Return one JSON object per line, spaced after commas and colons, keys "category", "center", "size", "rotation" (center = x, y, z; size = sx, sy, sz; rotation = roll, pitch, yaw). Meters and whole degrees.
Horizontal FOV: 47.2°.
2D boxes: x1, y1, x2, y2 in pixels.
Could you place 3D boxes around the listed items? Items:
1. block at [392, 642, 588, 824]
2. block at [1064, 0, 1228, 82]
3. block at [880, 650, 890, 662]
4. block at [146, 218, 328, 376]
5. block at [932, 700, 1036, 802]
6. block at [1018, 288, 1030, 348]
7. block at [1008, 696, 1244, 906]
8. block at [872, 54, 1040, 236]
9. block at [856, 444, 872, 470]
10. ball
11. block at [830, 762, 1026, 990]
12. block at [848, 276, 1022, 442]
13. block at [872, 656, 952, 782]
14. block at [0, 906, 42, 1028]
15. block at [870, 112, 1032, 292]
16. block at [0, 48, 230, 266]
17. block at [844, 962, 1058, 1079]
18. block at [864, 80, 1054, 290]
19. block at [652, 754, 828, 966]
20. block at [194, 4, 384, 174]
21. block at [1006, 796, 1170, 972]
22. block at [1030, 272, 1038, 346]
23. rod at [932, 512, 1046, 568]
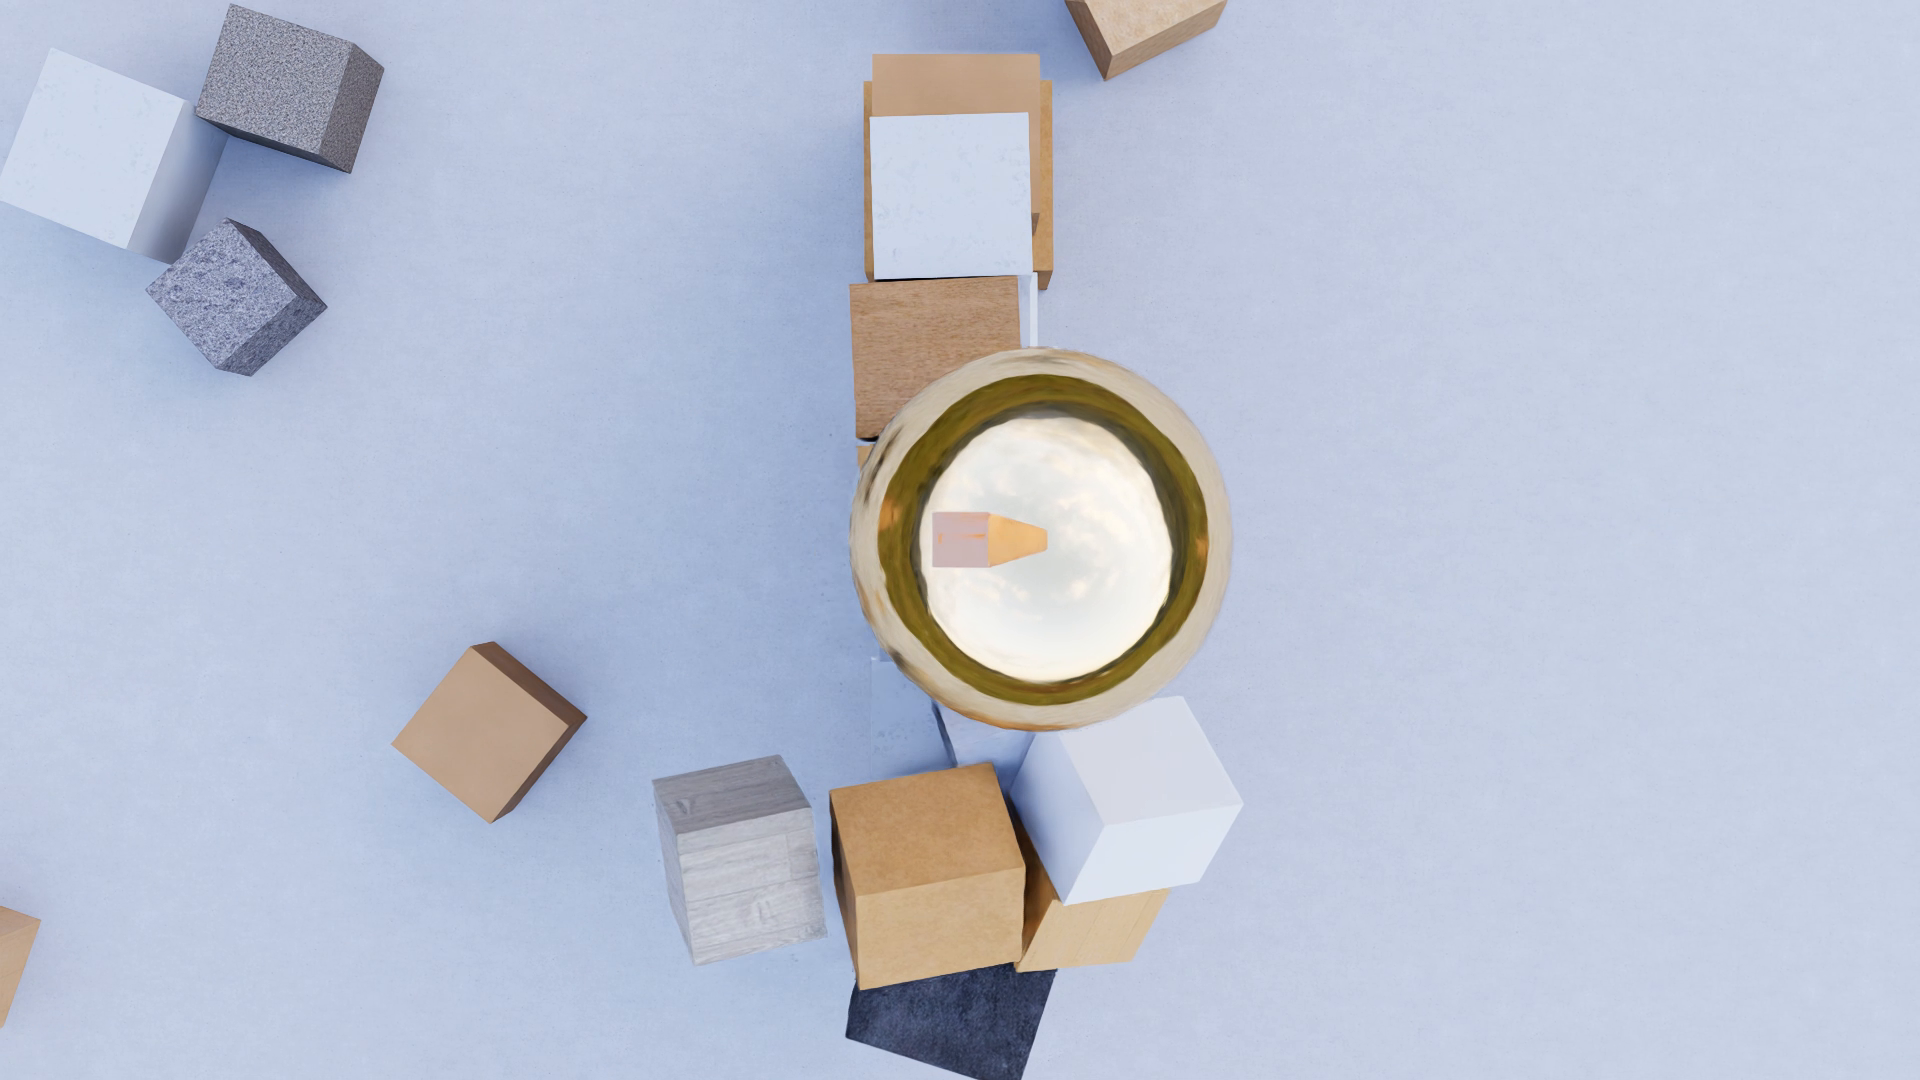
{"category": "block", "center": [-2.700, 1.098, 12.682], "size": [0.718, 0.636, 0.709], "rotation": [39, 90, 0]}
{"category": "block", "center": [1.028, -3.177, 12.649], "size": [0.729, 0.701, 0.683], "rotation": [-27, 90, 0]}
{"category": "block", "center": [-0.010, 0.179, 11.644], "size": [0.802, 0.755, 0.884], "rotation": [0, 90, 0]}
{"category": "block", "center": [-4.164, -1.393, 12.692], "size": [0.616, 0.615, 0.599], "rotation": [-42, 90, 0]}
{"category": "block", "center": [0.248, 0.892, 11.074], "size": [0.673, 0.627, 0.549], "rotation": [-18, 52, -5]}
{"category": "block", "center": [0.006, -1.305, 11.618], "size": [0.702, 0.835, 0.717], "rotation": [0, 90, 0]}
{"category": "block", "center": [0.802, 1.267, 10.778], "size": [0.778, 0.627, 0.693], "rotation": [-5, 48, -27]}
{"category": "block", "center": [-0.019, -2.073, 11.633], "size": [0.855, 0.845, 0.811], "rotation": [0, 90, 0]}
{"category": "block", "center": [0.009, -0.033, 10.790], "size": [0.899, 0.955, 0.913], "rotation": [-6, 90, 0]}
{"category": "ball", "center": [0.333, 0.000, 9.131], "size": [1.600, 1.600, 1.600], "rotation": [0, 90, 0]}
{"category": "block", "center": [-0.166, 1.640, 10.746], "size": [0.811, 0.664, 0.739], "rotation": [-9, 134, -10]}
{"category": "block", "center": [-0.106, -0.873, 10.801], "size": [0.799, 0.802, 0.727], "rotation": [-3, 91, 0]}
{"category": "block", "center": [-0.012, 1.097, 11.866], "size": [0.909, 0.739, 0.923], "rotation": [0, 88, 0]}
{"category": "block", "center": [-5.865, 2.447, 12.706], "size": [0.684, 0.588, 0.670], "rotation": [20, 90, 0]}
{"category": "block", "center": [-0.042, -1.638, 10.832], "size": [0.754, 0.737, 0.772], "rotation": [-2, 90, 0]}
{"category": "block", "center": [-4.833, -2.172, 12.597], "size": [0.796, 0.805, 0.892], "rotation": [21, 90, 0]}
{"category": "block", "center": [-0.019, 2.266, 11.757], "size": [0.934, 0.883, 0.904], "rotation": [18, 90, -1]}
{"category": "block", "center": [-0.009, -1.997, 12.528], "size": [1.036, 0.945, 1.045], "rotation": [0, 90, 0]}
{"category": "block", "center": [-1.086, 1.558, 10.789], "size": [0.654, 0.708, 0.691], "rotation": [-10, 108, -15]}
{"category": "block", "center": [-3.847, -2.587, 12.665], "size": [0.728, 0.670, 0.658], "rotation": [18, 90, 0]}
{"category": "block", "center": [0.567, 1.705, 11.157], "size": [0.647, 0.609, 0.683], "rotation": [-1, 46, -23]}
{"category": "block", "center": [0.015, -1.028, 12.518], "size": [0.819, 0.965, 0.868], "rotation": [0, 90, 0]}
{"category": "rod", "center": [0.144, 0.000, 5.737], "size": [0.080, 5.200, 0.080], "rotation": [0, 90, 3]}
